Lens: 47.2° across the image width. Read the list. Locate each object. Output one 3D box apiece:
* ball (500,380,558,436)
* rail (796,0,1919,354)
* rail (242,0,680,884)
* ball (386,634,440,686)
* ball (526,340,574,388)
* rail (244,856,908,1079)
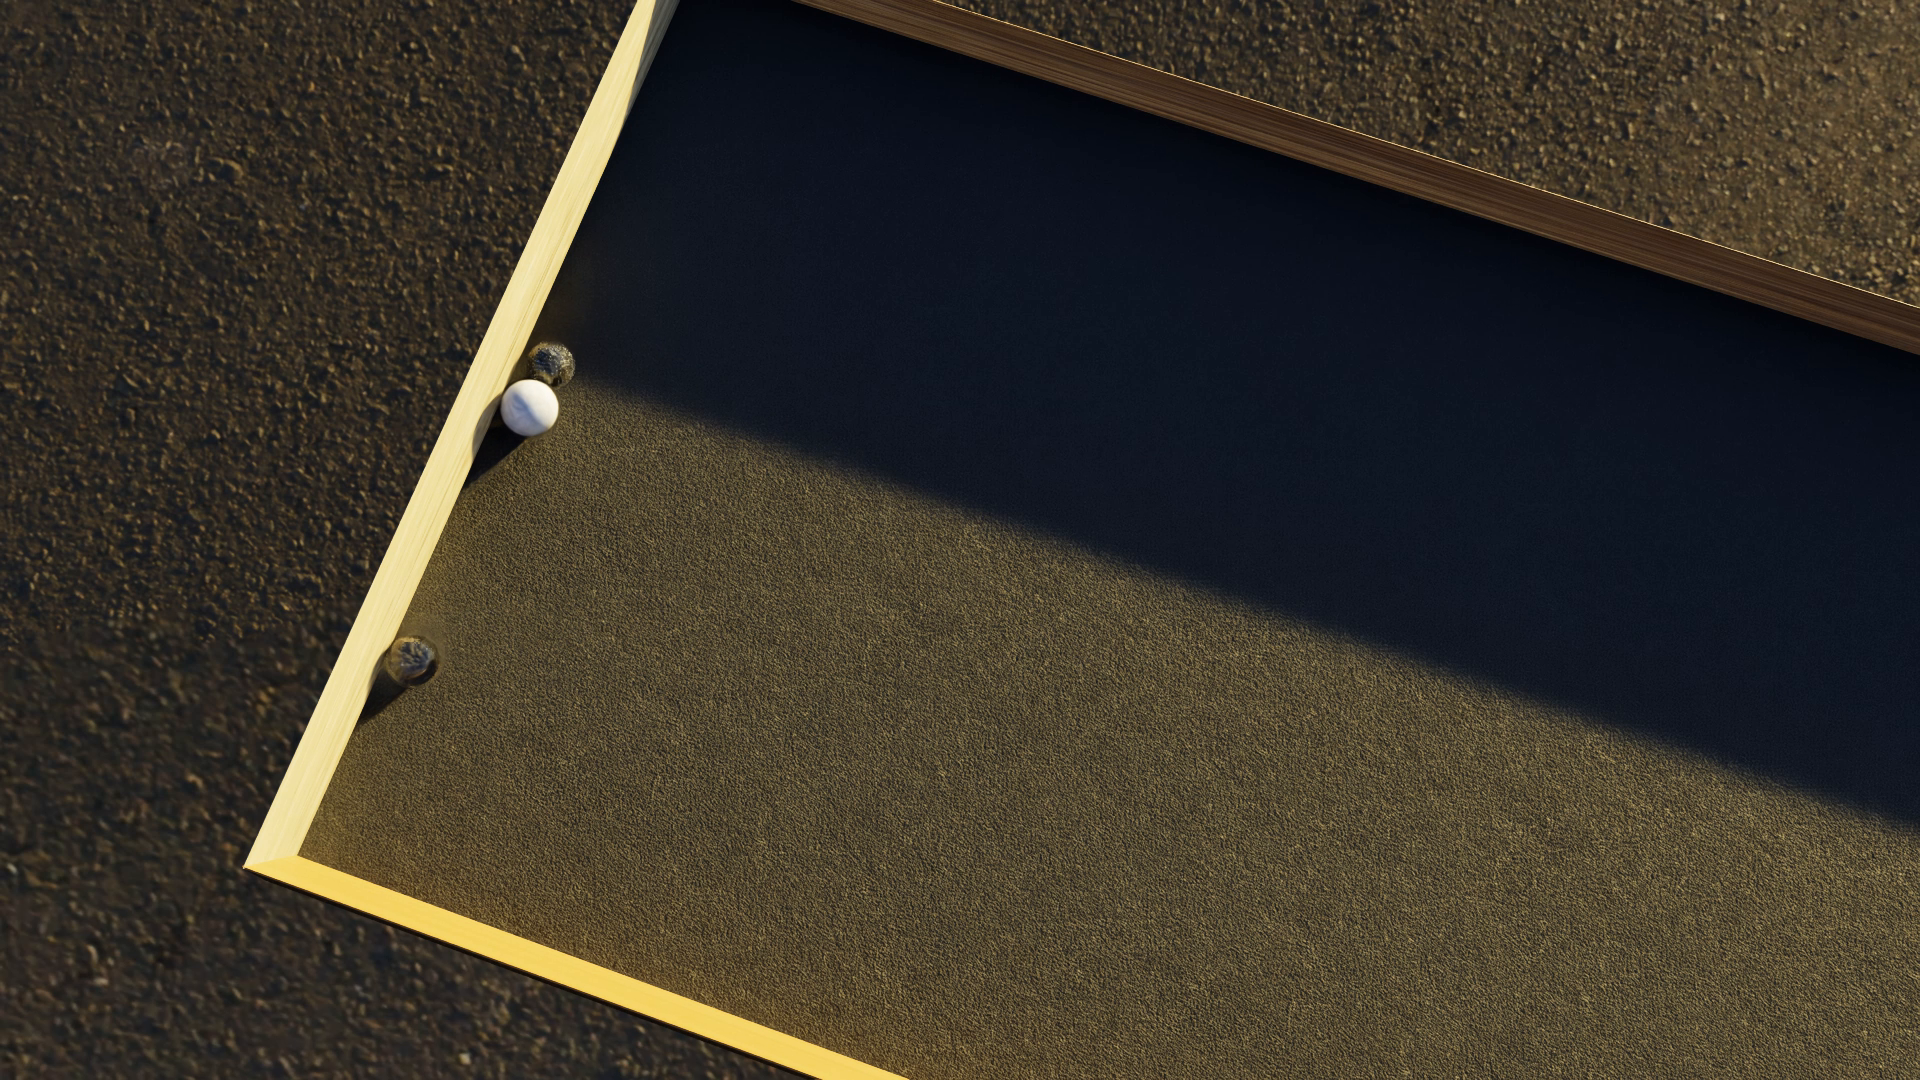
[{"bbox_3d":[-0.676,-0.207,3.450,0.090,0.090,0.090,0,72,0],"label":"ball"},{"bbox_3d":[1.024,-0.480,3.522,3.193,0.117,0.045,19,73,6],"label":"rail"},{"bbox_3d":[-0.730,-0.253,3.449,0.045,0.117,1.670,19,73,6],"label":"rail"},{"bbox_3d":[-0.828,0.183,3.331,0.080,0.080,0.080,0,72,0],"label":"ball"},{"bbox_3d":[-0.648,-0.278,3.480,0.075,0.075,0.075,0,72,0],"label":"ball"},{"bbox_3d":[0.481,0.976,3.057,3.193,0.117,0.045,19,73,6],"label":"rail"}]
